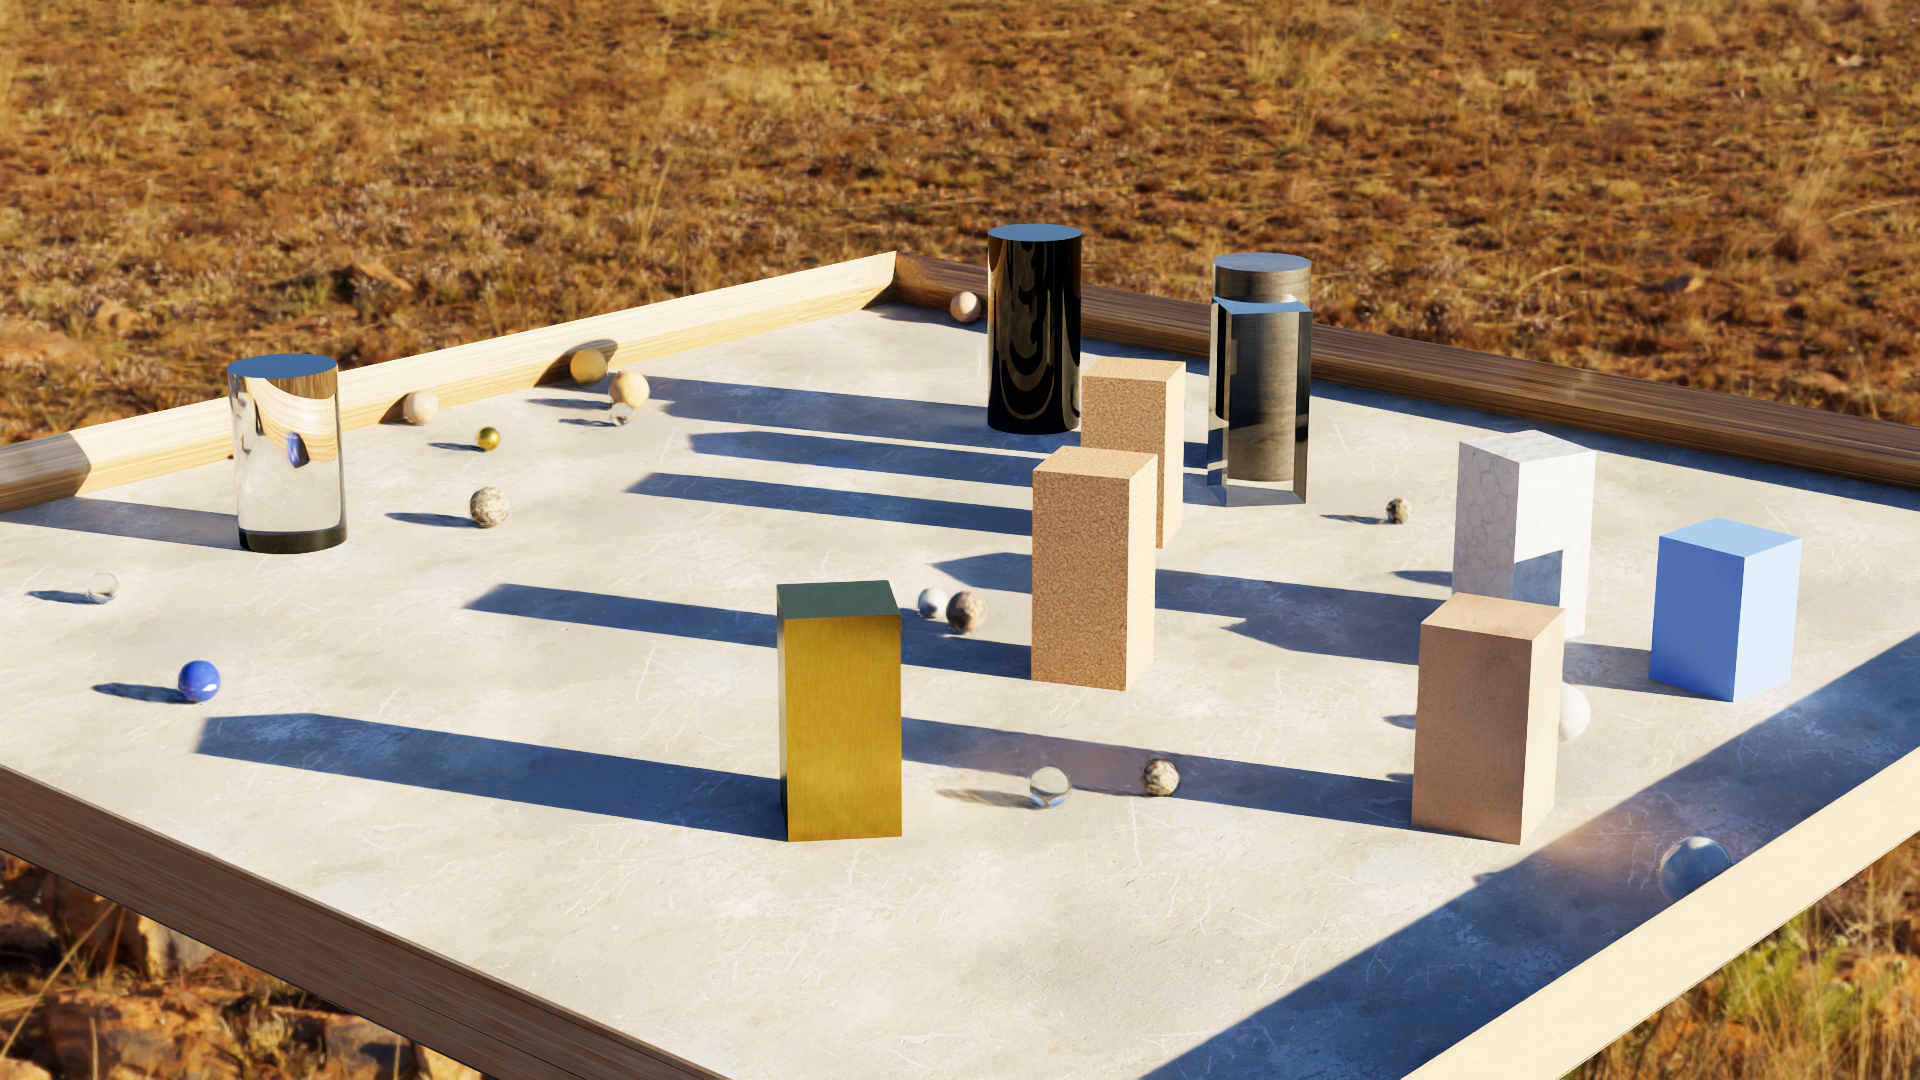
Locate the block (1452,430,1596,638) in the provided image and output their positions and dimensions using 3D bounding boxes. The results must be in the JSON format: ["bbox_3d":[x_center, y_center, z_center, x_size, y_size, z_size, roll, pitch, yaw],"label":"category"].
[{"bbox_3d":[0.941,-0.003,4.911,0.158,0.319,0.158,-9,19,-27],"label":"block"}]

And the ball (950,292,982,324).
[{"bbox_3d":[0.015,-0.572,7.217,0.077,0.077,0.077,0,17,0],"label":"ball"}]

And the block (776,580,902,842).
[{"bbox_3d":[-0.170,0.238,4.101,0.158,0.326,0.158,-2,17,-7],"label":"block"}]

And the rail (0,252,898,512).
[{"bbox_3d":[-1.283,-0.289,6.186,0.045,0.129,3.469,14,22,39],"label":"rail"}]

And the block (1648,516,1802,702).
[{"bbox_3d":[1.220,0.109,4.676,0.158,0.239,0.158,-15,22,-40],"label":"block"}]

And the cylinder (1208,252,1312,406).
[{"bbox_3d":[0.604,-0.359,5.931,0.198,0.413,0.198,0,17,0],"label":"cylinder"}]

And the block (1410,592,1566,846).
[{"bbox_3d":[0.741,0.248,4.111,0.158,0.299,0.158,8,19,26],"label":"block"}]

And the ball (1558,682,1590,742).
[{"bbox_3d":[0.907,0.261,4.432,0.090,0.090,0.090,0,17,0],"label":"ball"}]

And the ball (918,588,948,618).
[{"bbox_3d":[-0.047,0.107,5.010,0.051,0.051,0.051,0,17,0],"label":"ball"}]

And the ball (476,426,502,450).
[{"bbox_3d":[-0.974,-0.210,6.062,0.050,0.050,0.050,0,17,0],"label":"ball"}]

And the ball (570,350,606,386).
[{"bbox_3d":[-0.837,-0.388,6.600,0.082,0.082,0.082,0,17,0],"label":"ball"}]

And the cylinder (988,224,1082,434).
[{"bbox_3d":[0.158,-0.449,6.224,0.198,0.414,0.198,0,17,0],"label":"cylinder"}]

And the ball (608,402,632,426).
[{"bbox_3d":[-0.723,-0.267,6.252,0.051,0.051,0.051,0,17,0],"label":"ball"}]

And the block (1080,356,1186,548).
[{"bbox_3d":[0.320,-0.164,5.447,0.158,0.317,0.158,5,17,16],"label":"block"}]

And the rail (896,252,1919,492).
[{"bbox_3d":[1.122,-0.340,6.357,3.445,0.129,0.045,14,22,39],"label":"rail"}]

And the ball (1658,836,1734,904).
[{"bbox_3d":[0.964,0.437,3.836,0.097,0.097,0.097,0,17,0],"label":"ball"}]

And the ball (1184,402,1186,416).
[{"bbox_3d":[0.453,-0.281,6.274,0.066,0.066,0.066,0,17,0],"label":"ball"}]

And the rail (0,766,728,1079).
[{"bbox_3d":[-1.122,0.405,3.883,3.445,0.129,0.045,14,22,39],"label":"rail"}]

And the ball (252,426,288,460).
[{"bbox_3d":[-1.408,-0.198,5.984,0.073,0.073,0.073,0,17,0],"label":"ball"}]

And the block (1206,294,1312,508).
[{"bbox_3d":[0.580,-0.271,5.693,0.158,0.381,0.158,-3,17,-9],"label":"block"}]

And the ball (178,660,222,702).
[{"bbox_3d":[-1.194,0.221,4.602,0.067,0.067,0.067,0,17,0],"label":"ball"}]

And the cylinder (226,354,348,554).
[{"bbox_3d":[-1.240,-0.160,5.411,0.198,0.331,0.198,0,17,0],"label":"cylinder"}]

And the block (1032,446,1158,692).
[{"bbox_3d":[0.215,0.044,4.701,0.158,0.350,0.158,6,18,18],"label":"block"}]

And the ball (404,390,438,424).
[{"bbox_3d":[-1.151,-0.283,6.264,0.075,0.075,0.075,0,17,0],"label":"ball"}]

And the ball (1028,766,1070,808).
[{"bbox_3d":[0.127,0.353,4.181,0.058,0.058,0.058,0,17,0],"label":"ball"}]

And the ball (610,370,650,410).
[{"bbox_3d":[-0.720,-0.326,6.387,0.085,0.085,0.085,0,17,0],"label":"ball"}]

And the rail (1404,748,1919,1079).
[{"bbox_3d":[1.283,0.354,4.053,0.045,0.129,3.469,14,22,39],"label":"rail"}]

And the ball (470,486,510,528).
[{"bbox_3d":[-0.887,-0.062,5.529,0.076,0.076,0.076,0,17,0],"label":"ball"}]

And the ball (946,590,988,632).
[{"bbox_3d":[0.011,0.120,4.932,0.071,0.071,0.071,0,17,0],"label":"ball"}]

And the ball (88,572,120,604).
[{"bbox_3d":[-1.485,0.082,5.085,0.055,0.055,0.055,0,17,0],"label":"ball"}]

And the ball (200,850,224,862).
[{"bbox_3d":[-1.000,0.443,3.869,0.066,0.066,0.066,0,17,0],"label":"ball"}]

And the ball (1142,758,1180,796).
[{"bbox_3d":[0.289,0.341,4.225,0.055,0.055,0.055,0,17,0],"label":"ball"}]

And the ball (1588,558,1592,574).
[{"bbox_3d":[1.056,0.042,5.143,0.099,0.099,0.099,0,17,0],"label":"ball"}]

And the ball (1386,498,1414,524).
[{"bbox_3d":[0.832,-0.055,5.549,0.050,0.050,0.050,0,17,0],"label":"ball"}]
